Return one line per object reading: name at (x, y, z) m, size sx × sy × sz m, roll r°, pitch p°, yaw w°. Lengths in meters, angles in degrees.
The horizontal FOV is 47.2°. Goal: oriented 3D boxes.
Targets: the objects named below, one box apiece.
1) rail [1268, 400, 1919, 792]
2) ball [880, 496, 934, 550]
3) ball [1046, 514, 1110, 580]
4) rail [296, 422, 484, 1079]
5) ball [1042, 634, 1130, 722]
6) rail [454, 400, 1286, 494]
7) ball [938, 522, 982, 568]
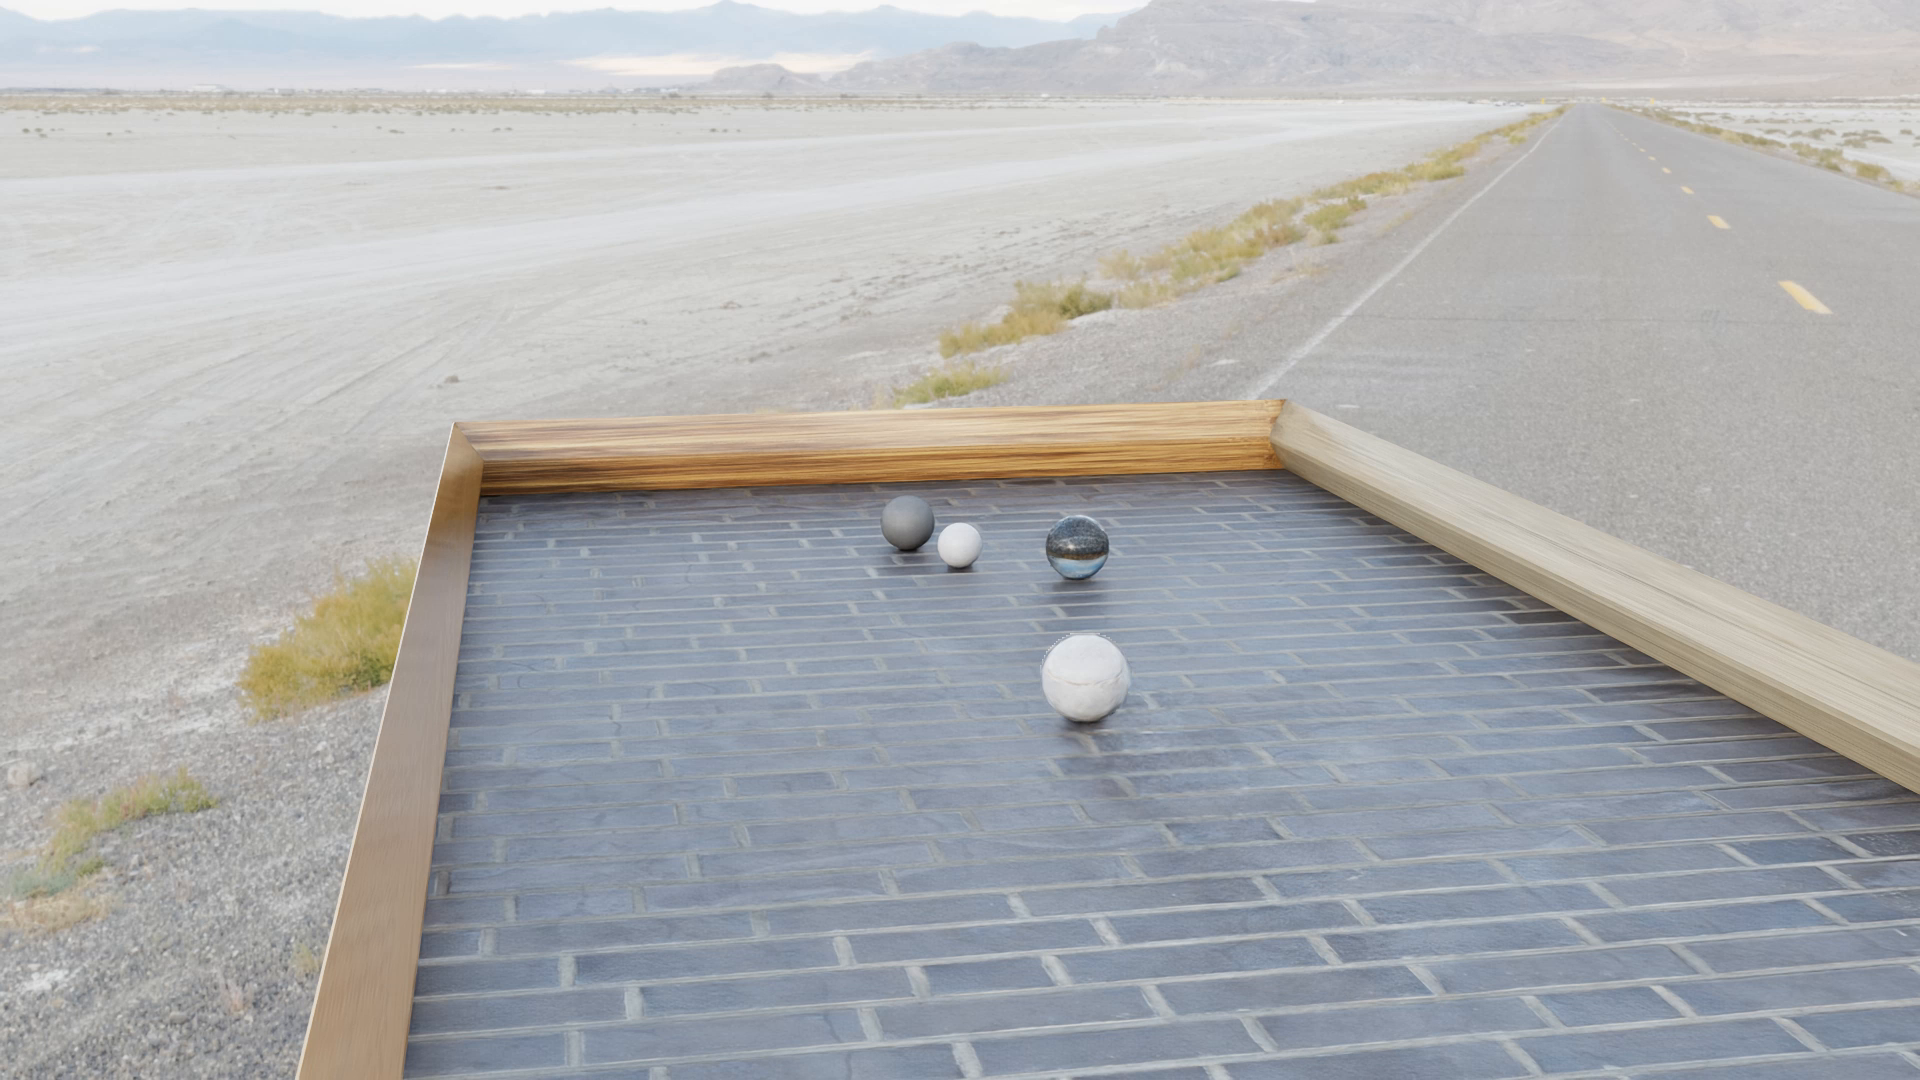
rail at (0.764, 0.084, 2.412) m, size 0.045 × 0.115 × 2.608 m, roll -2°, pitch 12°, yaw -11°
ball at (-0.072, -0.024, 3.034) m, size 0.075 × 0.075 × 0.075 m, roll 0°, pitch 12°, yaw 0°
ball at (0.152, 0.009, 2.854) m, size 0.083 × 0.083 × 0.083 m, roll 0°, pitch 12°, yaw 0°
rail at (-0.521, 0.133, 2.173) m, size 0.045 × 0.115 × 2.608 m, roll -2°, pitch 12°, yaw -11°
ball at (0.127, 0.139, 2.213) m, size 0.089 × 0.089 × 0.089 m, roll 0°, pitch 12°, yaw 0°
rail at (-0.117, -0.147, 3.524) m, size 1.356 × 0.115 × 0.045 m, roll -2°, pitch 12°, yaw -11°
ball at (0.000, 0.007, 2.923) m, size 0.060 × 0.060 × 0.060 m, roll 0°, pitch 12°, yaw 0°
